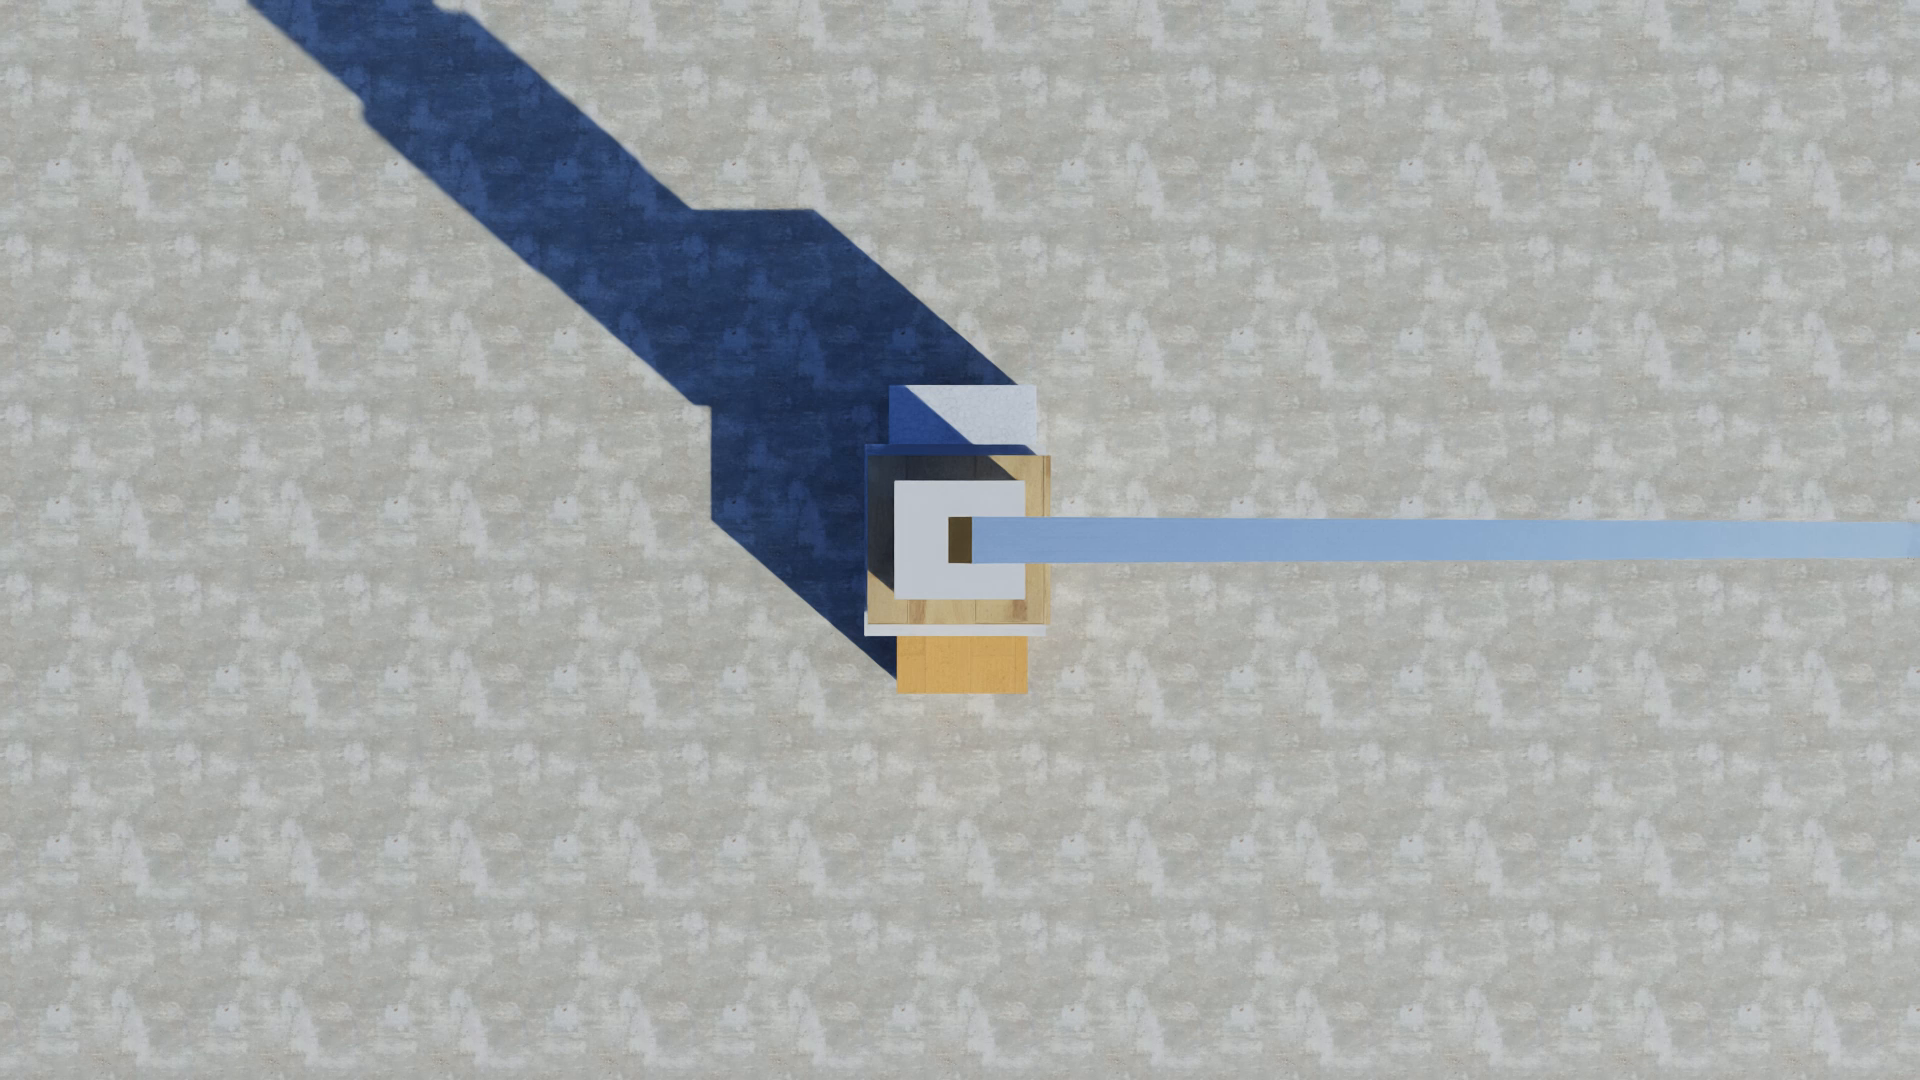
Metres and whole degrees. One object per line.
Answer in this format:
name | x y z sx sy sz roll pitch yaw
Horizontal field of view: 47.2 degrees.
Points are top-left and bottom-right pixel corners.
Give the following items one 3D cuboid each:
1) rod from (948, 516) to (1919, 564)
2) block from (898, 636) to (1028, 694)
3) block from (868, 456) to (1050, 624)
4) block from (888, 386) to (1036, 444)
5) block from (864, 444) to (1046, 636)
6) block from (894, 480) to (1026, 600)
rod | 2.234 0.000 5.094 5.200 0.080 0.080 0 90 -31
block | 0.012 0.497 12.603 0.723 0.794 0.710 0 90 0
block | -0.003 0.000 8.347 0.670 0.591 0.620 0 90 0
block | 0.015 -0.360 12.549 0.810 0.902 0.984 0 90 0
block | -0.019 0.000 9.047 0.713 0.808 0.753 0 90 0
block | -0.001 0.000 7.829 0.452 0.446 0.411 0 90 0
